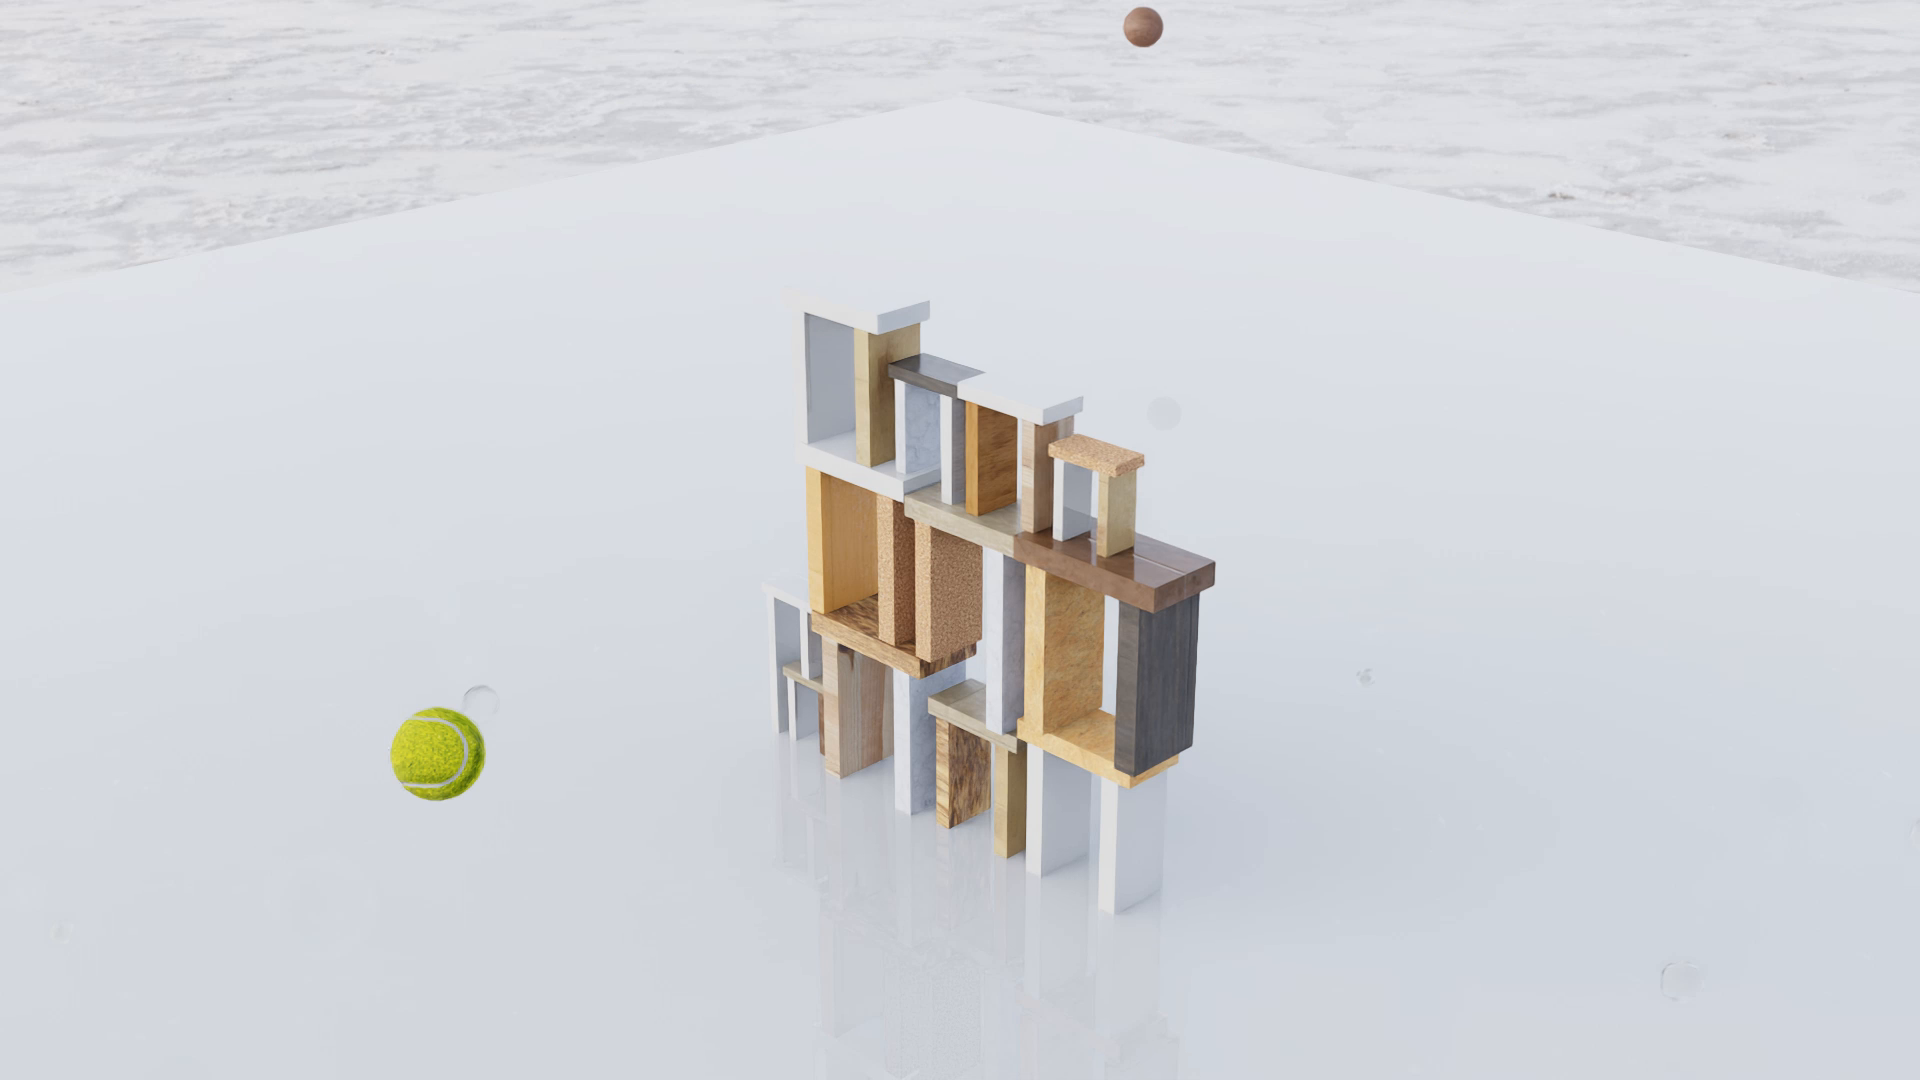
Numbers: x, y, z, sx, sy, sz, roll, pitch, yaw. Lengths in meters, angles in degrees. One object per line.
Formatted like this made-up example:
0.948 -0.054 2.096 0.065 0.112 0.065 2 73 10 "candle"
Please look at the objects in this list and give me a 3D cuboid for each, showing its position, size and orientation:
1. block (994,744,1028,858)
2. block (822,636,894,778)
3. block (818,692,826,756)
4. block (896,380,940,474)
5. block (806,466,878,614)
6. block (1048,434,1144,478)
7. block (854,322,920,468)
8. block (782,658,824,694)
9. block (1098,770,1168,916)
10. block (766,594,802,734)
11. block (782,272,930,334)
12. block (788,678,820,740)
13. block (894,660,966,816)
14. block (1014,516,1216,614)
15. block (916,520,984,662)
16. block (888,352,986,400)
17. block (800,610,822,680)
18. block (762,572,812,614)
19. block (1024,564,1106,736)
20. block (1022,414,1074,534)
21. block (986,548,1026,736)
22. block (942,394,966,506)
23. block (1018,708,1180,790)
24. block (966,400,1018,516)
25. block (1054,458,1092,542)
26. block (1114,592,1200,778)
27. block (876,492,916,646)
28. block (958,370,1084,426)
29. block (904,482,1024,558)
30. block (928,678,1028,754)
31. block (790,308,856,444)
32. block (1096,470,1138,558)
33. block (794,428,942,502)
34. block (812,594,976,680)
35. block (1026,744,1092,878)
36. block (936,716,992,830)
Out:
0.122 0.490 4.296 0.121 0.241 0.034 -21 31 -41 "block"
-0.210 0.325 4.589 0.045 0.318 0.159 21 31 41 "block"
-0.266 0.380 4.678 0.021 0.147 0.073 21 31 41 "block"
-0.080 -0.228 4.214 0.094 0.187 0.027 -21 31 -40 "block"
-0.237 -0.020 4.479 0.157 0.313 0.044 -21 31 -41 "block"
0.241 -0.150 3.894 0.156 0.022 0.078 21 31 40 "block"
-0.139 -0.290 4.250 0.137 0.274 0.039 -21 31 -41 "block"
-0.300 0.289 4.677 0.147 0.021 0.073 21 31 41 "block"
0.323 0.548 4.111 0.140 0.280 0.040 -21 31 -40 "block"
-0.373 0.256 4.740 0.022 0.326 0.079 21 31 41 "block"
-0.203 -0.459 4.249 0.137 0.039 0.274 -21 31 -41 "block"
-0.335 0.353 4.741 0.021 0.147 0.073 21 31 41 "block"
-0.060 0.383 4.451 0.045 0.318 0.159 21 31 40 "block"
0.274 0.036 3.943 0.334 0.047 0.167 21 31 41 "block"
-0.020 0.080 4.275 0.041 0.289 0.144 21 31 40 "block"
-0.037 -0.309 4.131 0.094 0.027 0.187 -21 31 -41 "block"
-0.299 0.208 4.638 0.022 0.158 0.079 21 31 41 "block"
-0.336 0.111 4.637 0.158 0.022 0.079 21 31 41 "block"
0.195 0.181 4.089 0.047 0.334 0.167 21 31 41 "block"
0.159 -0.129 3.997 0.030 0.213 0.107 21 31 41 "block"
0.116 0.173 4.166 0.041 0.376 0.144 21 31 41 "block"
0.008 -0.180 4.137 0.094 0.215 0.027 -21 31 -41 "block"
0.257 0.375 4.109 0.280 0.040 0.140 21 31 41 "block"
0.059 -0.164 4.091 0.030 0.222 0.107 21 31 41 "block"
0.203 -0.083 3.962 0.022 0.156 0.078 21 31 41 "block"
0.353 0.242 3.944 0.047 0.334 0.167 21 31 40 "block"
-0.090 0.037 4.343 0.044 0.313 0.157 21 31 41 "block"
0.109 -0.261 3.996 0.107 0.030 0.213 -21 31 -41 "block"
0.047 -0.046 4.147 0.289 0.041 0.144 21 31 41 "block"
0.065 0.342 4.295 0.121 0.034 0.241 -21 31 -41 "block"
-0.267 -0.341 4.369 0.137 0.274 0.039 -21 31 -41 "block"
0.278 -0.054 3.895 0.022 0.156 0.078 21 31 40 "block"
-0.163 -0.156 4.342 0.157 0.044 0.313 -21 31 -41 "block"
-0.135 0.187 4.449 0.318 0.045 0.159 21 31 41 "block"
0.191 0.496 4.233 0.140 0.280 0.040 -21 31 -41 "block"
0.008 0.446 4.401 0.034 0.241 0.121 21 31 41 "block"
